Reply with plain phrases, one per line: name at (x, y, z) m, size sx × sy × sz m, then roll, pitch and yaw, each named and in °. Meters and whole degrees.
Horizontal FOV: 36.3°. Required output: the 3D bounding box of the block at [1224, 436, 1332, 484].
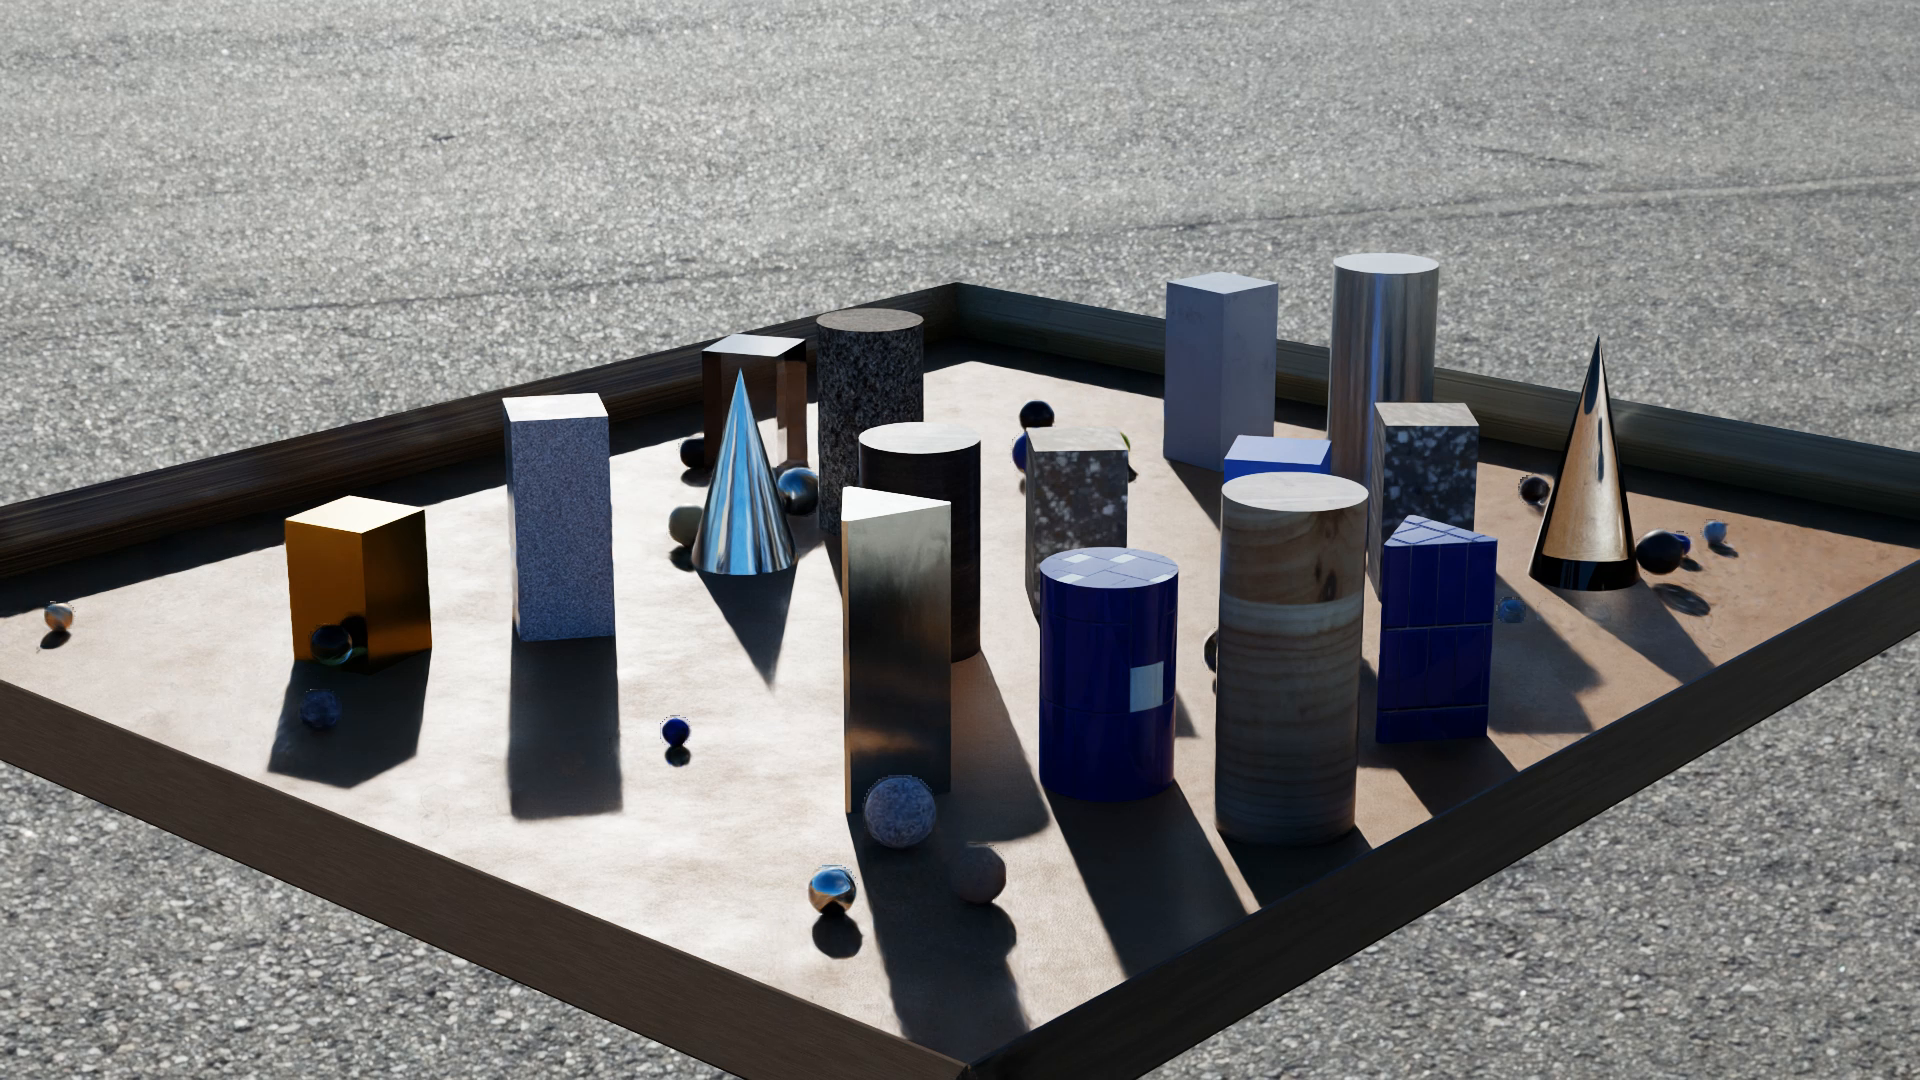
block at (0.535, -0.009, 4.966) m, size 0.159 × 0.299 × 0.159 m, roll 4°, pitch 17°, yaw 13°

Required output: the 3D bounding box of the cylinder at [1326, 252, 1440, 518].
cylinder at (0.806, -0.297, 5.617) m, size 0.199 × 0.475 × 0.199 m, roll 0°, pitch 17°, yaw 0°

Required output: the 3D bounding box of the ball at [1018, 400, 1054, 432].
ball at (0.162, -0.259, 6.182) m, size 0.076 × 0.076 × 0.076 m, roll 0°, pitch 17°, yaw 0°

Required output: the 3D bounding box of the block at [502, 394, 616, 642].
block at (-0.673, -0.039, 4.926) m, size 0.159 × 0.380 × 0.159 m, roll -4°, pitch 17°, yaw -13°

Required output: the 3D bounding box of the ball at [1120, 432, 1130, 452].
ball at (0.311, -0.190, 5.967) m, size 0.069 × 0.069 × 0.069 m, roll 0°, pitch 17°, yaw 0°

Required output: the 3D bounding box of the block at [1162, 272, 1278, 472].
block at (0.529, -0.344, 5.964) m, size 0.159 × 0.366 × 0.159 m, roll -14°, pitch 22°, yaw -40°

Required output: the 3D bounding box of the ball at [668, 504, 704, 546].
ball at (-0.501, -0.029, 5.414) m, size 0.079 × 0.079 × 0.079 m, roll 0°, pitch 17°, yaw 0°

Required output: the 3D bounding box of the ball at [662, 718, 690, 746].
ball at (-0.428, 0.289, 4.421) m, size 0.042 × 0.042 × 0.042 m, roll 0°, pitch 17°, yaw 0°

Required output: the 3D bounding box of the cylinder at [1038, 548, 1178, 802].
cylinder at (0.214, 0.193, 4.255) m, size 0.199 × 0.322 × 0.199 m, roll 0°, pitch 17°, yaw 0°

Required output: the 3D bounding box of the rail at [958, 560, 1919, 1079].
rail at (1.004, 0.284, 4.285) m, size 0.045 × 0.129 × 3.092 m, roll 14°, pitch 22°, yaw 39°

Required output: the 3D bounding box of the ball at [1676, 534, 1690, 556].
ball at (1.310, 0.010, 5.348) m, size 0.044 × 0.044 × 0.044 m, roll 0°, pitch 17°, yaw 0°

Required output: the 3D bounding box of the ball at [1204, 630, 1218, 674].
ball at (0.432, 0.181, 4.713) m, size 0.082 × 0.082 × 0.082 m, roll 0°, pitch 17°, yaw 0°

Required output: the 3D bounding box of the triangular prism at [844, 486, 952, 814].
triangular prism at (-0.124, 0.150, 4.206) m, size 0.172 × 0.433 × 0.149 m, roll -10°, pitch 19°, yaw -30°

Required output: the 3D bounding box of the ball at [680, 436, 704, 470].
ball at (-0.534, -0.177, 5.925) m, size 0.067 × 0.067 × 0.067 m, roll 0°, pitch 17°, yaw 0°

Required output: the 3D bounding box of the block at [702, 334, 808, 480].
block at (-0.412, -0.269, 5.905) m, size 0.159 × 0.255 × 0.159 m, roll 6°, pitch 18°, yaw 18°

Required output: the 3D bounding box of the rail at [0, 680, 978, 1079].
rail at (-0.998, 0.364, 4.019) m, size 2.708 × 0.129 × 0.045 m, roll 14°, pitch 22°, yaw 39°

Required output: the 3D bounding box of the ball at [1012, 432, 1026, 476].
ball at (0.152, -0.172, 5.861) m, size 0.096 × 0.096 × 0.096 m, roll 0°, pitch 17°, yaw 0°

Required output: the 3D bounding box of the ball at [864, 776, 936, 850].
ball at (-0.082, 0.376, 4.035) m, size 0.099 × 0.099 × 0.099 m, roll 0°, pitch 17°, yaw 0°

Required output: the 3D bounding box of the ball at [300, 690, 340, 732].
ball at (-0.978, 0.261, 4.481) m, size 0.062 × 0.062 × 0.062 m, roll 0°, pitch 17°, yaw 0°

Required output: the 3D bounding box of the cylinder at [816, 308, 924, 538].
cylinder at (-0.167, -0.219, 5.495) m, size 0.199 × 0.396 × 0.199 m, roll 0°, pitch 17°, yaw 0°

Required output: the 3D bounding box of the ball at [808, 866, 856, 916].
ball at (-0.167, 0.458, 3.822) m, size 0.064 × 0.064 × 0.064 m, roll 0°, pitch 17°, yaw 0°

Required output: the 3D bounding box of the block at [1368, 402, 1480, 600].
block at (0.809, -0.068, 5.134) m, size 0.159 × 0.315 × 0.159 m, roll 0°, pitch 17°, yaw 1°

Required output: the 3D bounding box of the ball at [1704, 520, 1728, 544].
ball at (1.398, -0.014, 5.427) m, size 0.044 × 0.044 × 0.044 m, roll 0°, pitch 17°, yaw 0°

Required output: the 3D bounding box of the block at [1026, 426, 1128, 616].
block at (0.200, -0.035, 5.067) m, size 0.159 × 0.291 × 0.159 m, roll -1°, pitch 17°, yaw -4°

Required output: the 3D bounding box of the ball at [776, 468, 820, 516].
ball at (-0.306, -0.092, 5.579) m, size 0.093 × 0.093 × 0.093 m, roll 0°, pitch 17°, yaw 0°

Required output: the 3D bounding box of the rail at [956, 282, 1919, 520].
rail at (0.998, -0.299, 6.220) m, size 2.708 × 0.129 × 0.045 m, roll 14°, pitch 22°, yaw 39°

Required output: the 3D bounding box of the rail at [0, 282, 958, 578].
rail at (-1.004, -0.219, 5.955) m, size 0.045 × 0.129 × 3.092 m, roll 14°, pitch 22°, yaw 39°

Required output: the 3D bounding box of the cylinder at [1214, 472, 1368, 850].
cylinder at (0.456, 0.166, 4.063) m, size 0.199 × 0.485 × 0.199 m, roll 0°, pitch 17°, yaw 0°

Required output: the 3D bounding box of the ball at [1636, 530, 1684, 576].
ball at (1.241, 0.022, 5.200) m, size 0.081 × 0.081 × 0.081 m, roll 0°, pitch 17°, yaw 0°

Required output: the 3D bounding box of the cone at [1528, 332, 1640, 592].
cone at (1.117, -0.150, 5.187) m, size 0.199 × 0.442 × 0.199 m, roll 0°, pitch 17°, yaw 0°

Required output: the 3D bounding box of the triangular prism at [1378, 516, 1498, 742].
triangular prism at (0.705, 0.132, 4.476) m, size 0.172 × 0.312 × 0.149 m, roll -3°, pitch 17°, yaw -9°

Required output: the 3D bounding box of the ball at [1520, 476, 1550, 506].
ball at (1.112, -0.095, 5.671) m, size 0.057 × 0.057 × 0.057 m, roll 0°, pitch 17°, yaw 0°

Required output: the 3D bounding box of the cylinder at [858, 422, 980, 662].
cylinder at (-0.065, 0.005, 4.816) m, size 0.199 × 0.359 × 0.199 m, roll 0°, pitch 17°, yaw 0°

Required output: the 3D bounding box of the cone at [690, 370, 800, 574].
cone at (-0.393, -0.138, 5.292) m, size 0.199 × 0.358 × 0.199 m, roll 0°, pitch 17°, yaw 0°

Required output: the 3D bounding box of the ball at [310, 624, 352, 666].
ball at (-1.009, 0.169, 4.707) m, size 0.068 × 0.068 × 0.068 m, roll 0°, pitch 17°, yaw 0°

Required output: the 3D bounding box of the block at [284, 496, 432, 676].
block at (-0.983, 0.073, 4.798) m, size 0.159 × 0.240 × 0.159 m, roll 9°, pitch 19°, yaw 28°

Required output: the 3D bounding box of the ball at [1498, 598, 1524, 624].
ball at (0.937, 0.121, 4.981) m, size 0.042 × 0.042 × 0.042 m, roll 0°, pitch 17°, yaw 0°

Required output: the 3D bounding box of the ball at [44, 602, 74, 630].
ball at (-1.519, 0.129, 4.944) m, size 0.047 × 0.047 × 0.047 m, roll 0°, pitch 17°, yaw 0°

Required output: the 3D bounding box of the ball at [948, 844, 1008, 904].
ball at (0.023, 0.440, 3.857) m, size 0.079 × 0.079 × 0.079 m, roll 0°, pitch 17°, yaw 0°
